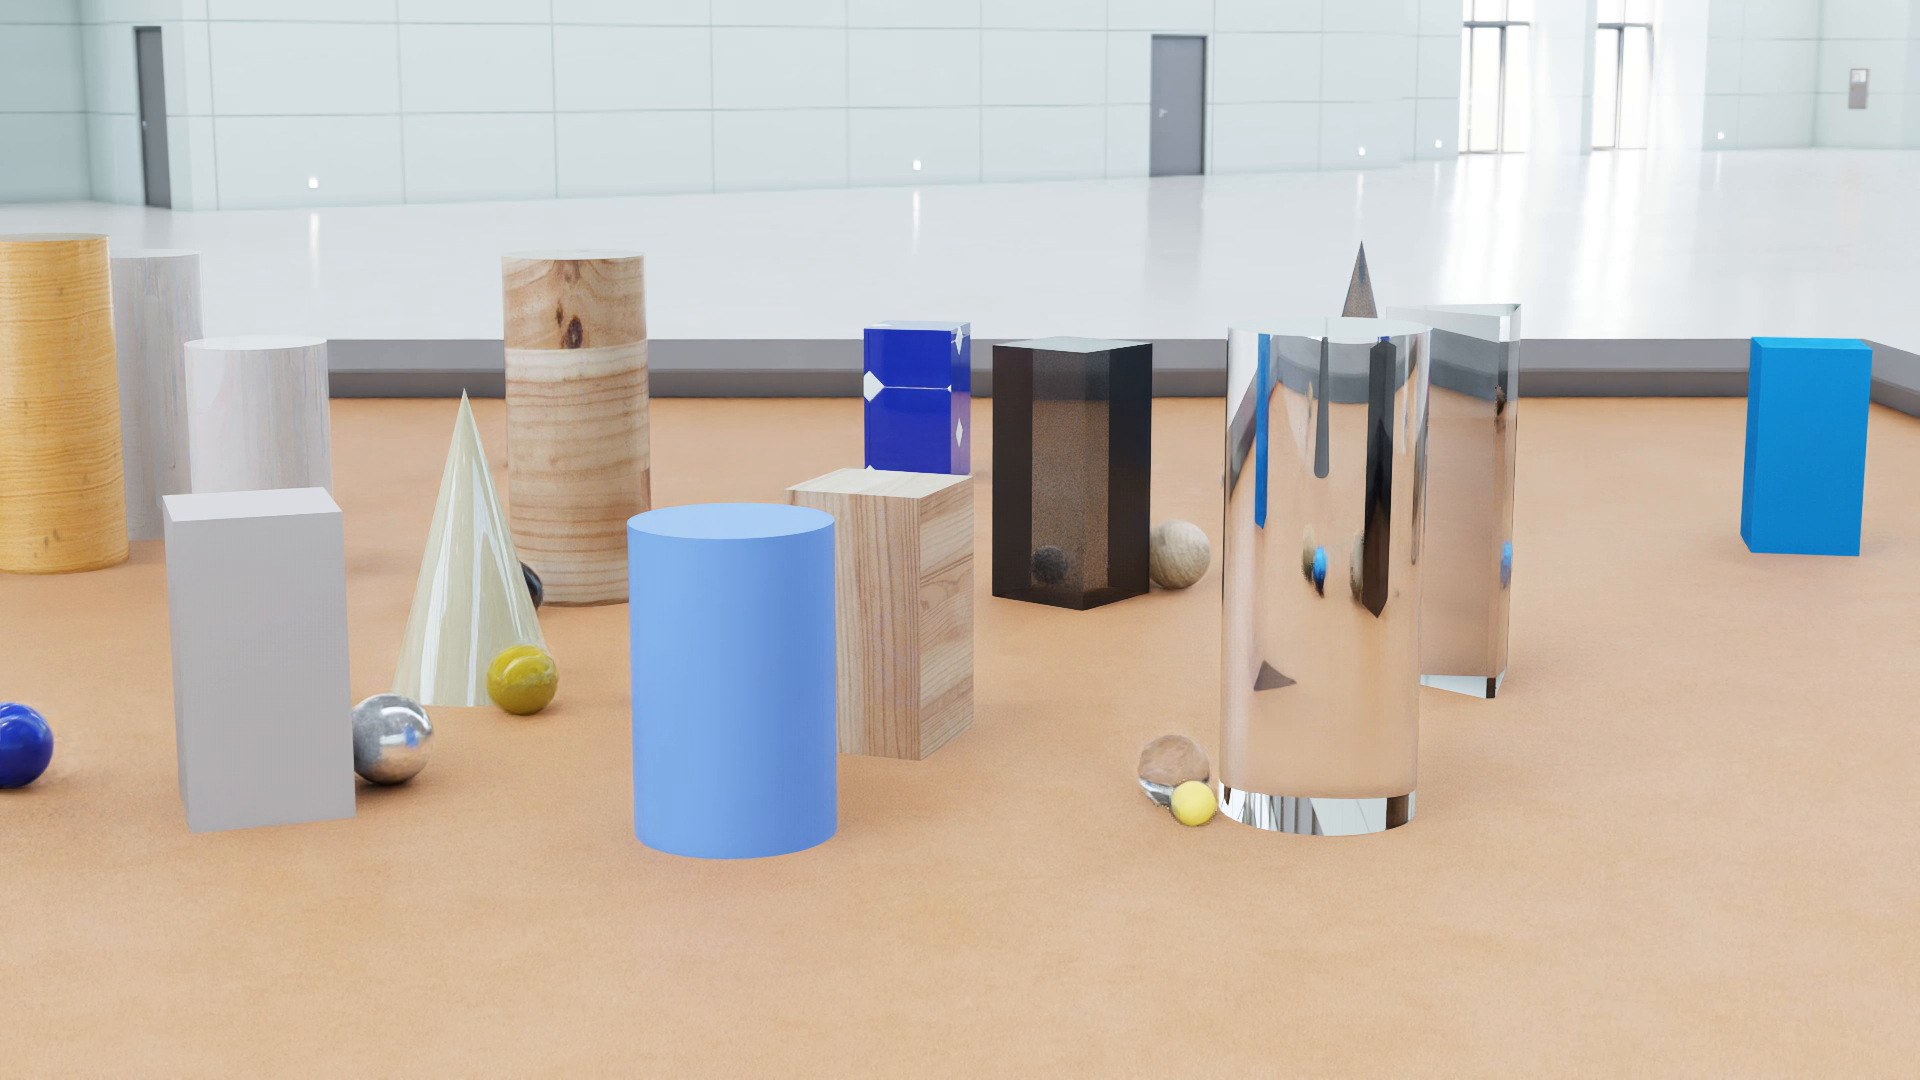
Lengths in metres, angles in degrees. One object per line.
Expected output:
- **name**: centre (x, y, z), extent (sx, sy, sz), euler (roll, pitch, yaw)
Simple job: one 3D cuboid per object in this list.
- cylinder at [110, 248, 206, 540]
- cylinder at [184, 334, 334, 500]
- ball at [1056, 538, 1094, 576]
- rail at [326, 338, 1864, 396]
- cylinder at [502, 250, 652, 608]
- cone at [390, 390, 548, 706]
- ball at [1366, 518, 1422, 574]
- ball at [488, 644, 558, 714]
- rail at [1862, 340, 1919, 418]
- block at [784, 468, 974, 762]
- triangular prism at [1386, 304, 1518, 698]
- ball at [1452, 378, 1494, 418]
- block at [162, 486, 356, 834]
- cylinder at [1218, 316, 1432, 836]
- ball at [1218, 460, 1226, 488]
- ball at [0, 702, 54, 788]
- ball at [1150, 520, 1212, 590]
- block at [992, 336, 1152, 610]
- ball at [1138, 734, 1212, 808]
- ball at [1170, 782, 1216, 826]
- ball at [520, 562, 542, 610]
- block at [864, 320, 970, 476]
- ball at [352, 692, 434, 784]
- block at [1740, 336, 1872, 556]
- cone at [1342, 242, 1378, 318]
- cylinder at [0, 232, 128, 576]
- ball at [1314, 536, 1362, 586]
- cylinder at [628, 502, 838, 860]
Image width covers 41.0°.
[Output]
- **cylinder**: centre (-1.279, -0.231, 4.026), extent (0.195, 0.437, 0.195), euler (0, 11, 0)
- **cylinder**: centre (-0.995, -0.113, 3.654), extent (0.195, 0.339, 0.195), euler (0, 11, 0)
- **ball**: centre (0.165, 0.025, 3.690), extent (0.055, 0.055, 0.055), euler (0, 11, 0)
- **rail**: centre (-0.013, -0.377, 5.657), extent (4.029, 0.127, 0.045), euler (0, 11, 0)
- **cylinder**: centre (-0.526, -0.158, 3.538), extent (0.195, 0.471, 0.195), euler (0, 11, 0)
- **cone**: centre (-0.575, -0.001, 3.009), extent (0.195, 0.356, 0.195), euler (0, 11, 0)
- **ball**: centre (0.628, 0.008, 3.710), extent (0.082, 0.082, 0.082), euler (0, 11, 0)
- **ball**: centre (-0.495, 0.158, 2.908), extent (0.080, 0.080, 0.080), euler (0, 11, 0)
- **rail**: centre (1.991, 0.031, 3.460), extent (0.045, 0.127, 4.538), euler (0, 11, 0)
- **block**: centre (-0.086, 0.077, 2.790), extent (0.156, 0.282, 0.156), euler (4, 11, 21)
- **triangular prism**: centre (0.613, -0.055, 3.054), extent (0.146, 0.445, 0.169), euler (-10, 14, -42)
- **ball**: centre (1.066, -0.295, 5.336), extent (0.085, 0.085, 0.085), euler (0, 11, 0)
- **block**: centre (-0.692, 0.114, 2.531), extent (0.156, 0.304, 0.156), euler (-4, 11, -20)
- **cylinder**: centre (0.355, 0.030, 2.506), extent (0.195, 0.478, 0.195), euler (0, 11, 0)
- **ball**: centre (0.477, -0.110, 4.378), extent (0.071, 0.071, 0.071), euler (0, 11, 0)
- **ball**: centre (-0.968, 0.209, 2.612), extent (0.088, 0.088, 0.088), euler (0, 11, 0)
- **ball**: centre (0.304, 0.020, 3.602), extent (0.098, 0.098, 0.098), euler (0, 11, 0)
- **block**: centre (0.154, -0.096, 3.538), extent (0.156, 0.350, 0.156), euler (8, 13, 38)
- **ball**: centre (0.213, 0.229, 2.545), extent (0.072, 0.072, 0.072), euler (0, 11, 0)
- **ball**: centre (0.226, 0.255, 2.486), extent (0.043, 0.043, 0.043), euler (0, 11, 0)
- **ball**: centre (-0.592, 0.068, 3.377), extent (0.085, 0.085, 0.085), euler (0, 11, 0)
- **block**: centre (-0.075, -0.246, 4.556), extent (0.156, 0.272, 0.156), euler (2, 11, 13)
- **ball**: centre (-0.585, 0.203, 2.624), extent (0.094, 0.094, 0.094), euler (0, 11, 0)
- **block**: centre (1.286, -0.145, 3.907), extent (0.156, 0.311, 0.156), euler (2, 11, 11)
- **cone**: centre (0.727, -0.341, 4.679), extent (0.195, 0.415, 0.195), euler (0, 11, 0)
- **cylinder**: centre (-1.333, -0.202, 3.756), extent (0.195, 0.479, 0.195), euler (0, 11, 0)
- **ball**: centre (0.536, 0.030, 3.631), extent (0.068, 0.068, 0.068), euler (0, 11, 0)
- **cylinder**: centre (-0.216, 0.130, 2.449), extent (0.195, 0.302, 0.195), euler (0, 11, 0)
